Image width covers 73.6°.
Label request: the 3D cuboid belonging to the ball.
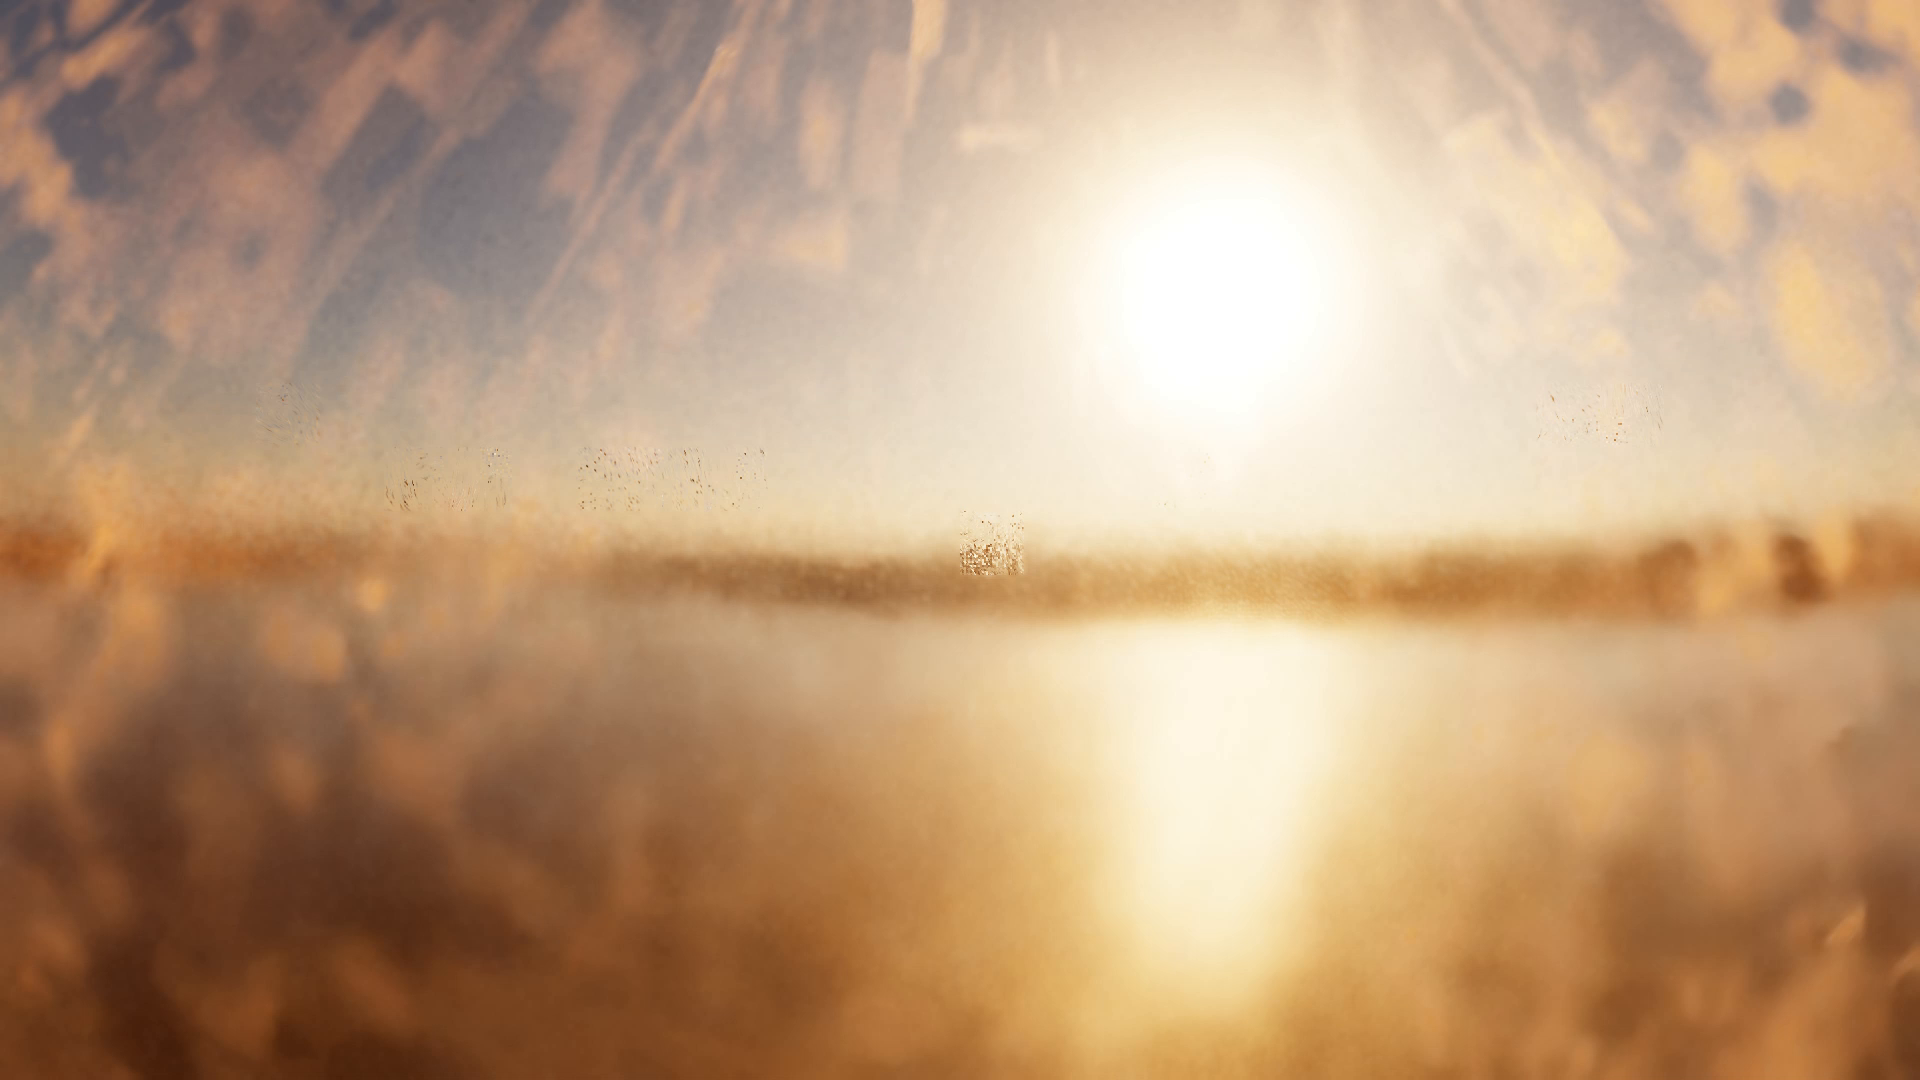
[{"bbox_3d":[0.000,-0.002,0.056,0.080,0.080,0.080,0,4,0],"label":"ball"}]
